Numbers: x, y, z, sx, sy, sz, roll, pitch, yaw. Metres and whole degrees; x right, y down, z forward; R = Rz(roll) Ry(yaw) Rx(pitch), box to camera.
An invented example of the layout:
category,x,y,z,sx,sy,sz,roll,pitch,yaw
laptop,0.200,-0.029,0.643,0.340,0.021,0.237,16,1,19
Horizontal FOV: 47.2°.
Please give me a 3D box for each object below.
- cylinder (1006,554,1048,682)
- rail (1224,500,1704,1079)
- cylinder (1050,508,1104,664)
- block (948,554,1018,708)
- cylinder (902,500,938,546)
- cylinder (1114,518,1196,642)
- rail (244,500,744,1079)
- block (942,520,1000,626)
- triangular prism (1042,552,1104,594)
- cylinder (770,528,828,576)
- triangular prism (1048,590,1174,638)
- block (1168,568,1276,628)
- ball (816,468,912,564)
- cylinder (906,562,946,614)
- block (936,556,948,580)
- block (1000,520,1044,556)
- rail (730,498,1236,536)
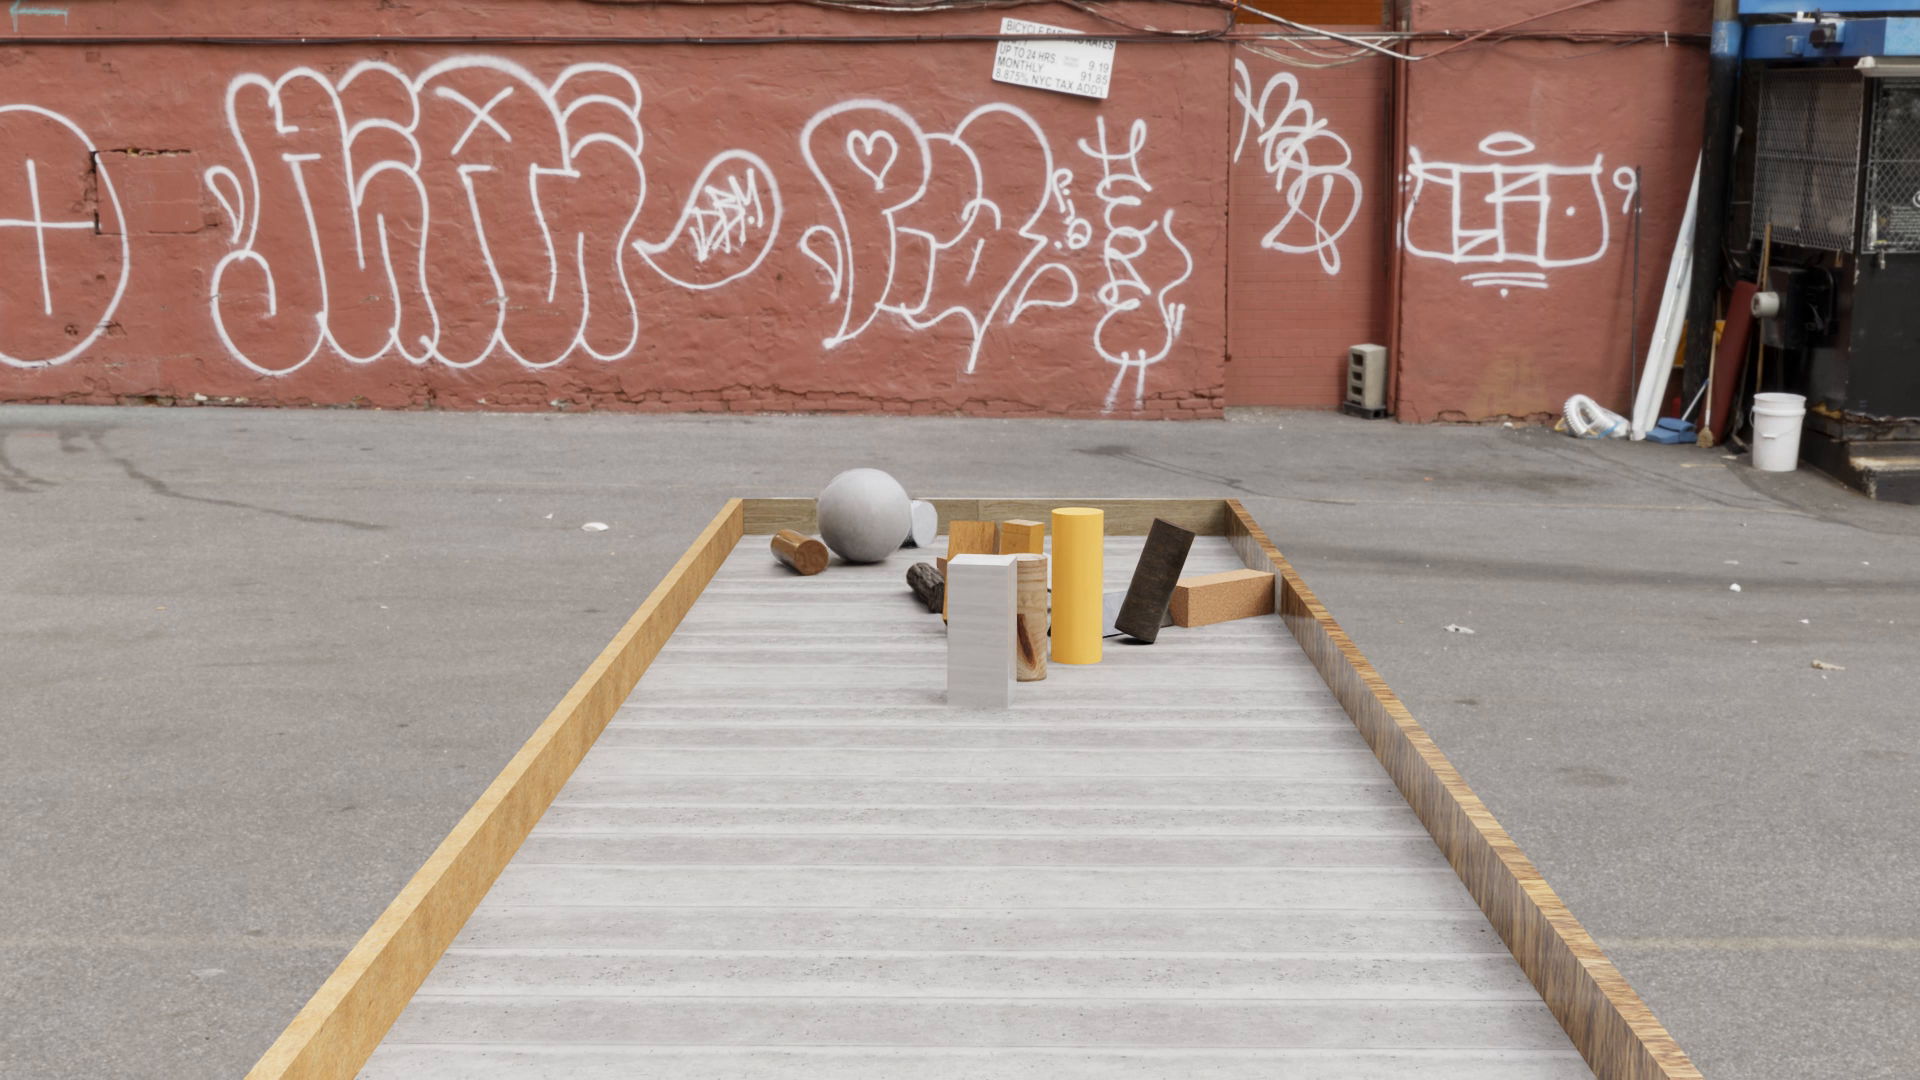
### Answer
category,x,y,z,sx,sy,sz,roll,pitch,yaw
cylinder,0.190,0.226,6.438,0.131,0.358,0.131,0,9,0
rail,1.046,0.843,3.208,0.050,0.150,12.000,0,9,1
cylinder,0.356,0.138,6.680,0.157,0.456,0.157,0,9,0
block,0.063,0.252,6.140,0.169,0.400,0.169,2,9,10
cylinder,-0.282,-0.077,8.922,0.338,0.179,0.179,6,11,34
cylinder,0.616,0.126,6.950,0.138,0.371,0.138,20,6,-2
rail,-1.004,0.839,3.234,0.050,0.150,12.000,0,9,1
block,0.039,0.119,7.110,0.145,0.330,0.145,2,-17,10
triangular prism,0.295,0.108,7.436,0.457,0.116,0.134,19,-3,-35
cylinder,-0.607,0.045,8.301,0.132,0.132,0.300,-4,10,-22
triangular prism,0.492,0.232,7.134,0.433,0.123,0.142,-7,12,-39
block,0.863,0.193,7.360,0.412,0.134,0.134,-7,12,-39
ball,-0.369,-0.094,8.433,0.367,0.367,0.367,0,9,0
cylinder,-0.100,0.164,7.638,0.105,0.105,0.418,-2,9,-11
block,0.045,0.136,7.761,0.122,0.122,0.307,-5,10,-29
block,0.191,0.126,7.011,0.102,0.368,0.102,8,10,28
rail,0.099,-0.098,9.147,2.100,0.150,0.050,0,9,1
